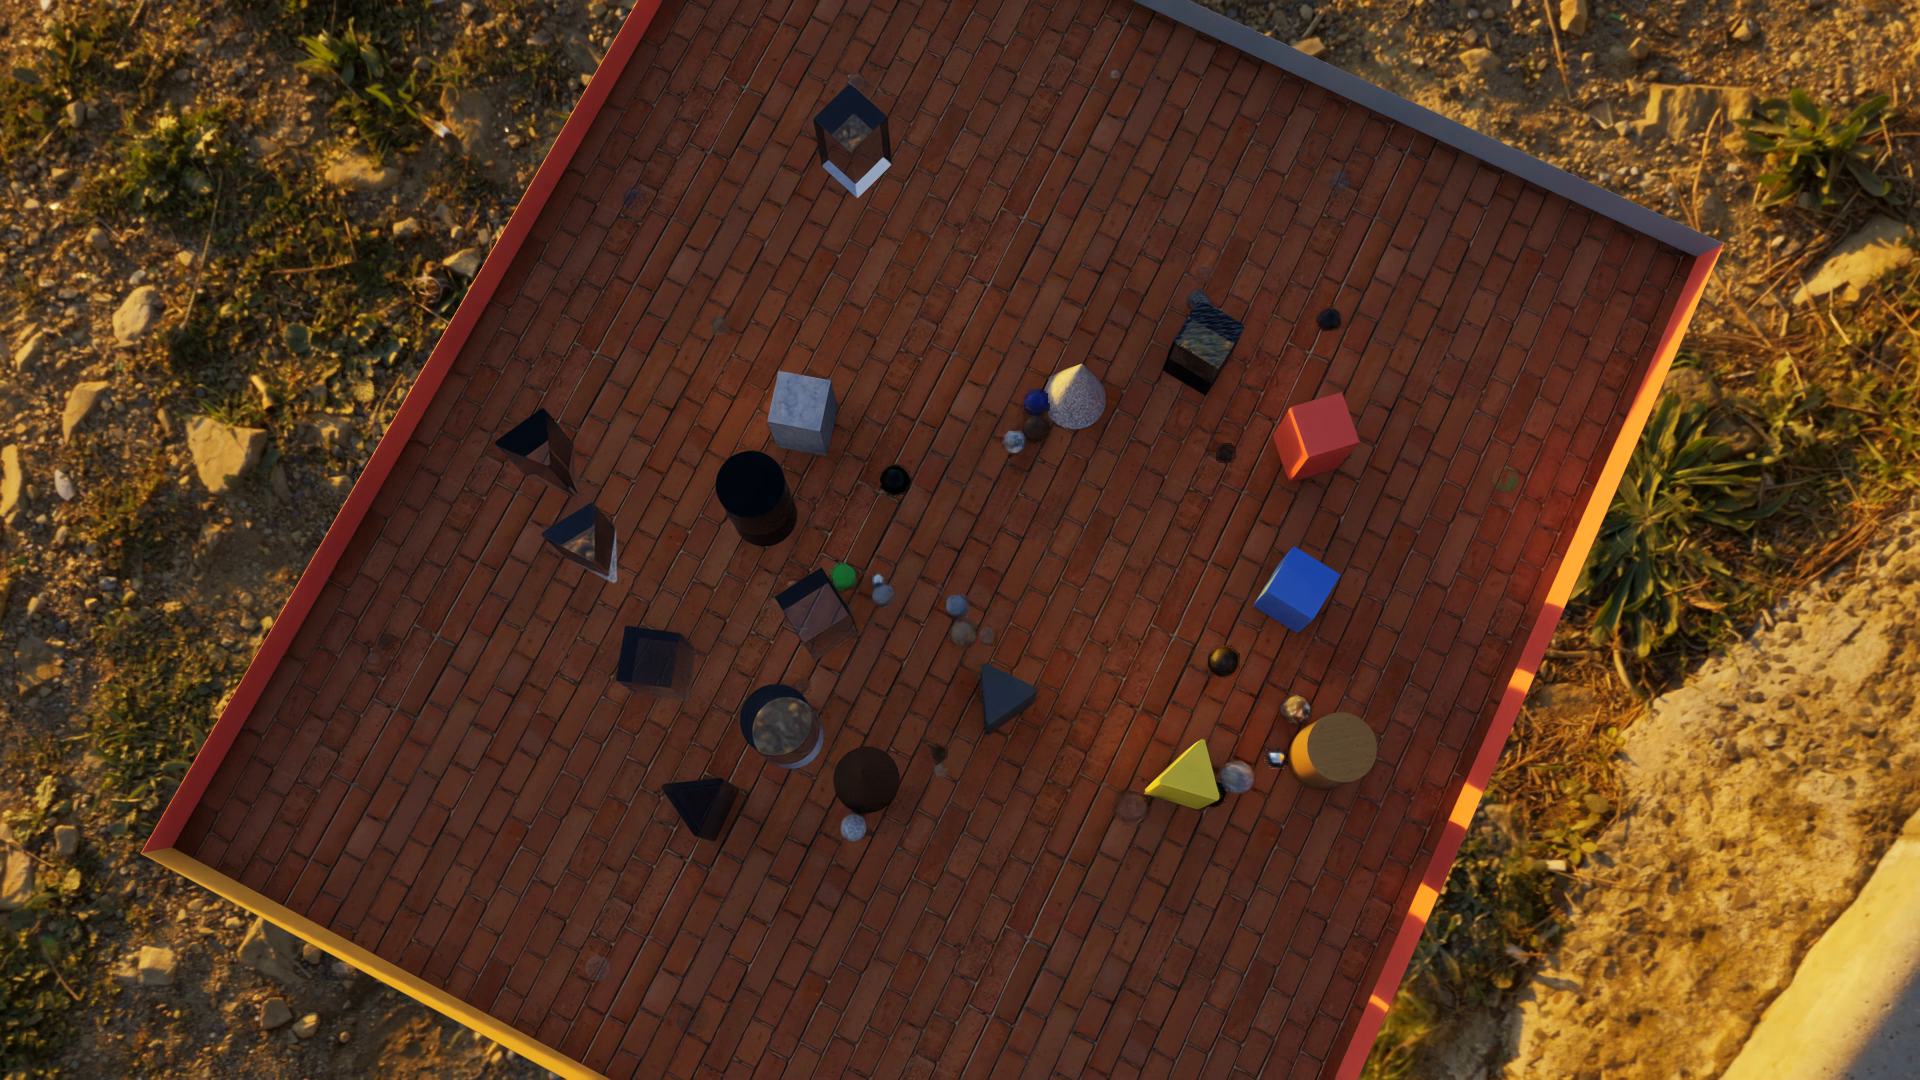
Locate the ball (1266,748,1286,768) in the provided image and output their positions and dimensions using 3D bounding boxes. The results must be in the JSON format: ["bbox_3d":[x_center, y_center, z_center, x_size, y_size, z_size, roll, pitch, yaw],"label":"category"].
[{"bbox_3d":[0.942,0.647,5.452,0.058,0.058,0.058,0,78,0],"label":"ball"}]

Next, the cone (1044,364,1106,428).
[{"bbox_3d":[0.357,-0.478,5.528,0.198,0.368,0.198,0,78,0],"label":"cone"}]

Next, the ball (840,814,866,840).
[{"bbox_3d":[-0.314,0.846,5.402,0.078,0.078,0.078,0,78,0],"label":"ball"}]

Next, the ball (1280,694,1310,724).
[{"bbox_3d":[1.001,0.506,5.467,0.089,0.089,0.089,0,78,0],"label":"ball"}]

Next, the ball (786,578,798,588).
[{"bbox_3d":[-0.508,0.137,5.566,0.044,0.044,0.044,0,78,0],"label":"ball"}]

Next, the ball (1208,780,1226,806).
[{"bbox_3d":[0.747,0.750,5.422,0.077,0.077,0.077,0,78,0],"label":"ball"}]

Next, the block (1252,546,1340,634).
[{"bbox_3d":[1.000,0.150,5.456,0.158,0.254,0.158,32,80,6],"label":"block"}]

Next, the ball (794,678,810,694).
[{"bbox_3d":[-0.473,0.439,5.503,0.045,0.045,0.045,0,78,0],"label":"ball"}]

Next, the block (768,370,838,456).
[{"bbox_3d":[-0.473,-0.379,5.543,0.158,0.298,0.158,11,79,2],"label":"block"}]

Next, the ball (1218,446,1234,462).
[{"bbox_3d":[0.819,-0.267,5.646,0.051,0.051,0.051,0,78,0],"label":"ball"}]

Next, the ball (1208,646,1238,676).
[{"bbox_3d":[0.789,0.364,5.495,0.091,0.091,0.091,0,78,0],"label":"ball"}]

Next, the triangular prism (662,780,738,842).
[{"bbox_3d":[-0.720,0.746,5.275,0.148,0.366,0.171,-35,80,-7],"label":"triangular prism"}]

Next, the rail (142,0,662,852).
[{"bbox_3d":[-1.501,-0.728,5.701,0.045,0.129,3.786,26,80,5],"label":"rail"}]

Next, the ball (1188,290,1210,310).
[{"bbox_3d":[0.747,-0.746,5.737,0.066,0.066,0.066,0,78,0],"label":"ball"}]

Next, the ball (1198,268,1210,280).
[{"bbox_3d":[0.768,-0.838,5.769,0.042,0.042,0.042,0,78,0],"label":"ball"}]

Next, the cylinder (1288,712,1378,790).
[{"bbox_3d":[1.079,0.617,5.329,0.198,0.314,0.198,0,78,0],"label":"cylinder"}]

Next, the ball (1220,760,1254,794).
[{"bbox_3d":[0.820,0.701,5.421,0.098,0.098,0.098,0,78,0],"label":"ball"}]

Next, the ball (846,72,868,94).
[{"bbox_3d":[-0.331,-1.463,5.883,0.072,0.072,0.072,0,78,0],"label":"ball"}]

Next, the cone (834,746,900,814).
[{"bbox_3d":[-0.279,0.681,5.303,0.198,0.337,0.198,0,78,0],"label":"cone"}]

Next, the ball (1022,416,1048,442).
[{"bbox_3d":[0.232,-0.343,5.646,0.082,0.082,0.082,0,78,0],"label":"ball"}]

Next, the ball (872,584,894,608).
[{"bbox_3d":[-0.232,0.168,5.546,0.070,0.070,0.070,0,78,0],"label":"ball"}]

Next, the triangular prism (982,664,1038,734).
[{"bbox_3d":[0.108,0.445,5.365,0.171,0.312,0.148,-34,80,-7],"label":"triangular prism"}]

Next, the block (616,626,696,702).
[{"bbox_3d":[-0.885,0.366,5.365,0.158,0.344,0.158,7,78,2],"label":"block"}]

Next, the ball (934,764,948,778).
[{"bbox_3d":[-0.059,0.686,5.453,0.043,0.043,0.043,0,78,0],"label":"ball"}]

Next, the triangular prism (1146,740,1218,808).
[{"bbox_3d":[0.652,0.663,5.265,0.171,0.420,0.148,16,79,3],"label":"triangular prism"}]

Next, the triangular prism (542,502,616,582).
[{"bbox_3d":[-1.093,-0.008,5.442,0.171,0.345,0.148,27,80,5],"label":"triangular prism"}]

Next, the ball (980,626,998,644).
[{"bbox_3d":[0.085,0.289,5.529,0.055,0.055,0.055,0,78,0],"label":"ball"}]

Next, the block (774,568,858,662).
[{"bbox_3d":[-0.417,0.222,5.379,0.158,0.374,0.158,-32,80,-6],"label":"block"}]

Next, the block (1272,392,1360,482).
[{"bbox_3d":[1.068,-0.305,5.517,0.158,0.319,0.158,-17,79,-3],"label":"block"}]

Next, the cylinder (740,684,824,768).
[{"bbox_3d":[-0.507,0.541,5.269,0.198,0.461,0.198,0,78,0],"label":"cylinder"}]

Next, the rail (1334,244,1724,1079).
[{"bbox_3d":[1.501,0.742,5.396,0.045,0.129,3.786,26,80,5],"label":"rail"}]

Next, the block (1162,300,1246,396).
[{"bbox_3d":[0.741,-0.585,5.591,0.158,0.286,0.158,32,80,6],"label":"block"}]

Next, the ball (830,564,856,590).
[{"bbox_3d":[-0.353,0.115,5.553,0.079,0.079,0.079,0,78,0],"label":"ball"}]

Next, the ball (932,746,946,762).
[{"bbox_3d":[-0.062,0.636,5.462,0.046,0.046,0.046,0,78,0],"label":"ball"}]

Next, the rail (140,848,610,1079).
[{"bbox_3d":[-0.836,1.644,5.210,3.405,0.129,0.045,26,80,5],"label":"rail"}]

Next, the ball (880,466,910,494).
[{"bbox_3d":[-0.199,-0.183,5.610,0.088,0.088,0.088,0,78,0],"label":"ball"}]

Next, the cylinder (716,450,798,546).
[{"bbox_3d":[-0.599,-0.118,5.435,0.198,0.404,0.198,0,78,0],"label":"cylinder"}]

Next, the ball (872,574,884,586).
[{"bbox_3d":[-0.250,0.122,5.570,0.041,0.041,0.041,0,78,0],"label":"ball"}]

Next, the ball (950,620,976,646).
[{"bbox_3d":[0.010,0.280,5.518,0.080,0.080,0.080,0,78,0],"label":"ball"}]

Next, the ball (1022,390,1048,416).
[{"bbox_3d":[0.233,-0.422,5.656,0.078,0.078,0.078,0,78,0],"label":"ball"}]

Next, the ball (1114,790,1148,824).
[{"bbox_3d":[0.506,0.787,5.403,0.099,0.099,0.099,0,78,0],"label":"ball"}]

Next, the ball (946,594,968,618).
[{"bbox_3d":[-0.009,0.198,5.540,0.071,0.071,0.071,0,78,0],"label":"ball"}]

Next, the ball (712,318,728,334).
[{"bbox_3d":[-0.750,-0.671,5.729,0.051,0.051,0.051,0,78,0],"label":"ball"}]

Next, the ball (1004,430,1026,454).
[{"bbox_3d":[0.168,-0.302,5.643,0.071,0.071,0.071,0,78,0],"label":"ball"}]

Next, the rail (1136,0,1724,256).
[{"bbox_3d":[0.836,-1.630,5.887,3.405,0.129,0.045,26,80,5],"label":"rail"}]

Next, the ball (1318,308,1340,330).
[{"bbox_3d":[1.155,-0.691,5.725,0.068,0.068,0.068,0,78,0],"label":"ball"}]

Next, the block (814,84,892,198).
[{"bbox_3d":[-0.330,-1.235,5.690,0.158,0.357,0.158,43,81,8],"label":"block"}]

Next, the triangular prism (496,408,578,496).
[{"bbox_3d":[-1.228,-0.272,5.468,0.171,0.401,0.148,22,79,4],"label":"triangular prism"}]
